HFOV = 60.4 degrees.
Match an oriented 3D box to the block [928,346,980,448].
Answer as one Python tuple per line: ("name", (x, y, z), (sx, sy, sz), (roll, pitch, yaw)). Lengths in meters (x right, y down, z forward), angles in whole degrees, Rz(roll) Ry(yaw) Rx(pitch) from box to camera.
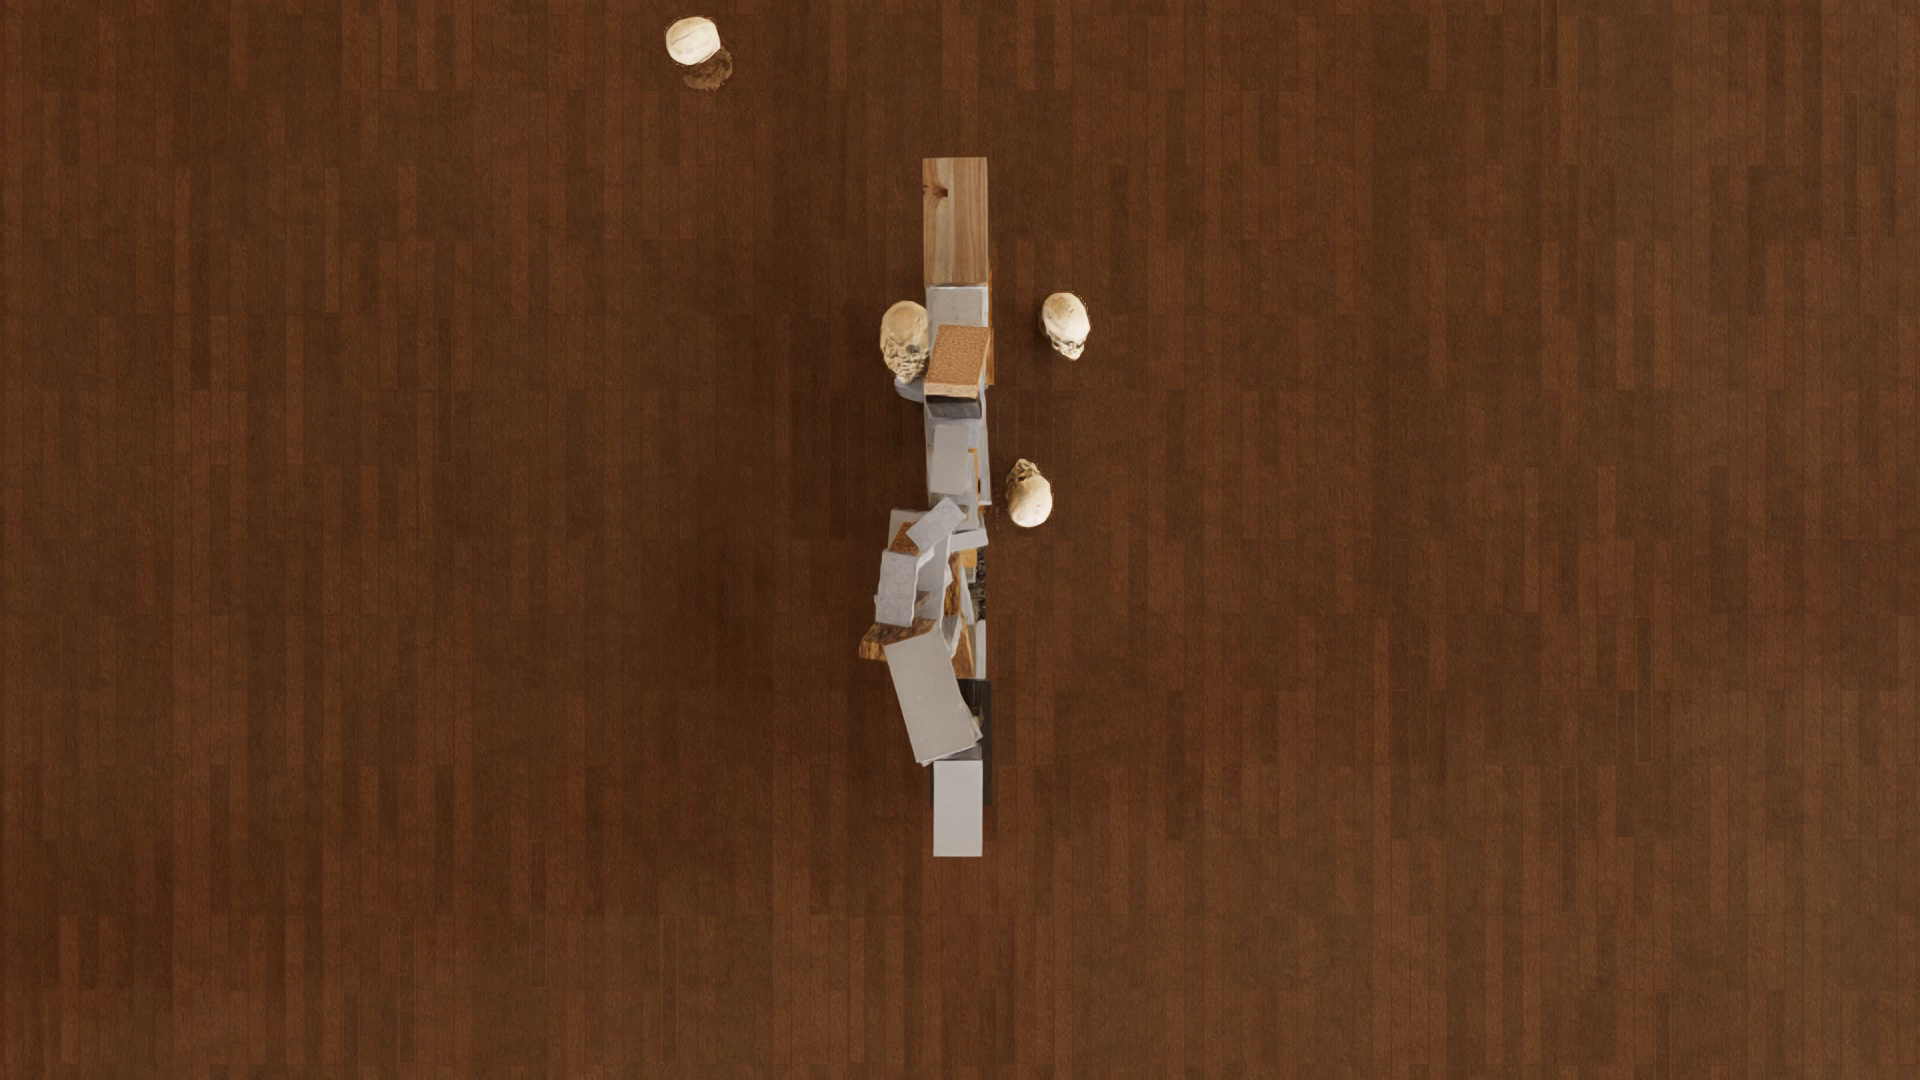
("block", (-0.014, -0.362, 4.167), (0.126, 0.036, 0.253), (1, 89, 1))

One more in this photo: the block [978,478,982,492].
("block", (0.003, -0.155, 4.625), (0.113, 0.225, 0.032), (2, 93, 2))

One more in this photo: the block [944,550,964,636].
("block", (-0.057, 0.148, 4.630), (0.119, 0.034, 0.238), (-1, 96, 10))

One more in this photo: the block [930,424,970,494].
("block", (-0.024, -0.193, 3.963), (0.081, 0.023, 0.163), (5, 84, 2))

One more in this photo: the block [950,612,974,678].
("block", (-0.034, 0.306, 4.747), (0.119, 0.034, 0.239), (-1, 133, 10))

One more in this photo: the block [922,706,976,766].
("block", (-0.035, 0.486, 4.117), (0.144, 0.365, 0.041), (-30, 91, 0))

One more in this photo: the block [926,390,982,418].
("block", (-0.012, -0.330, 3.988), (0.122, 0.318, 0.034), (2, 88, 2))

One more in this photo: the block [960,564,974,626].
("block", (-0.035, 0.159, 4.740), (0.119, 0.239, 0.034), (-1, 49, 10))

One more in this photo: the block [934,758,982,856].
("block", (-0.005, 0.705, 4.355), (0.127, 0.036, 0.254), (0, 91, 0))

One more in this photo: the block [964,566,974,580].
("block", (-0.014, 0.069, 4.806), (0.108, 0.216, 0.031), (1, 70, 0))

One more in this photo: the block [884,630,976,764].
("block", (-0.072, 0.373, 3.934), (0.144, 0.041, 0.288), (-17, 79, 3))

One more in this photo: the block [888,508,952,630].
("block", (-0.112, 0.080, 4.267), (0.155, 0.044, 0.310), (8, 102, 9))

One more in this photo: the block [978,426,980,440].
("block", (-0.014, -0.285, 4.345), (0.126, 0.322, 0.036), (2, 93, 1))

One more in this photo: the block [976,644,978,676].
("block", (-0.009, 0.364, 5.012), (0.125, 0.250, 0.035), (0, 100, 0))

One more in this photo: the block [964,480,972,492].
("block", (-0.018, -0.134, 4.117), (0.081, 0.293, 0.023), (-5, 90, 4))

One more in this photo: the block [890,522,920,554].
("block", (-0.124, -0.004, 4.159), (0.070, 0.140, 0.020), (7, 117, 9))

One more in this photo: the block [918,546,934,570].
("block", (-0.128, 0.040, 4.146), (0.090, 0.179, 0.025), (6, 103, 11))

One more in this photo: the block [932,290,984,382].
("block", (-0.006, -0.501, 4.031), (0.122, 0.034, 0.243), (0, 65, 0))

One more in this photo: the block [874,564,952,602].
("block", (-0.123, 0.129, 4.463), (0.155, 0.310, 0.044), (-12, 96, 11))

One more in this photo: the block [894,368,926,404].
("block", (-0.100, -0.456, 5.054), (0.180, 0.359, 0.051), (17, 90, 2))

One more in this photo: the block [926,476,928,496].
("block", (-0.009, -0.158, 4.982), (0.180, 0.359, 0.051), (-5, 87, 0))

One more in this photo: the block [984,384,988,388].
("block", (-0.001, -0.509, 5.025), (0.180, 0.414, 0.051), (1, 90, -1))

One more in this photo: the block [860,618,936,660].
("block", (-0.152, 0.245, 4.131), (0.144, 0.288, 0.041), (7, 102, 7))

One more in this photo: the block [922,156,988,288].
("block", (-0.010, -0.791, 4.110), (0.159, 0.045, 0.319), (-1, 84, 1))

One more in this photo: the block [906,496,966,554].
("block", (-0.059, -0.038, 4.077), (0.140, 0.020, 0.070), (-41, 88, 1))

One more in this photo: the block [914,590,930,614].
("block", (-0.141, 0.157, 4.169), (0.090, 0.179, 0.025), (7, 103, 12))

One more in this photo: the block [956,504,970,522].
("block", (-0.010, -0.068, 4.177), (0.070, 0.183, 0.020), (0, 98, 2))

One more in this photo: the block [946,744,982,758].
("block", (-0.005, 0.602, 4.498), (0.127, 0.254, 0.036), (0, 96, 0))

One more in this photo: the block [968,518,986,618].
("block", (0.003, 0.089, 5.168), (0.155, 0.044, 0.311), (0, 90, 0))

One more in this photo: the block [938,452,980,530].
("block", (-0.007, -0.126, 4.281), (0.099, 0.028, 0.199), (-4, 94, 2))

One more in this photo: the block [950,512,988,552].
("block", (-0.007, -0.020, 4.469), (0.155, 0.396, 0.044), (-11, 98, 1))

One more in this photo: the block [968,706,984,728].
("block", (-0.003, 0.492, 4.480), (0.121, 0.288, 0.034), (-9, 90, 3))

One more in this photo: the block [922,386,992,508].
("block", (-0.009, -0.276, 4.800), (0.180, 0.051, 0.359), (-3, 75, 1))

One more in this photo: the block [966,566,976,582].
("block", (-0.005, 0.024, 4.927), (0.102, 0.029, 0.203), (0, 90, 0))

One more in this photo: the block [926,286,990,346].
("block", (-0.005, -0.606, 4.269), (0.159, 0.319, 0.045), (1, 62, 2))

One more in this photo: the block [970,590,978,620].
("block", (-0.009, 0.194, 5.015), (0.125, 0.257, 0.035), (0, 100, 1))

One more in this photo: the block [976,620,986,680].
("block", (0.001, 0.408, 5.161), (0.158, 0.045, 0.317), (0, 90, 0))

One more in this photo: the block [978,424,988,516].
("block", (0.006, -0.219, 5.184), (0.147, 0.042, 0.294), (3, 89, 0))

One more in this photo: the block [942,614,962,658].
("block", (-0.066, 0.272, 4.499), (0.121, 0.242, 0.034), (-14, 107, 10))

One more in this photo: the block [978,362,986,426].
("block", (-0.003, -0.455, 4.461), (0.143, 0.040, 0.285), (2, 102, 1))

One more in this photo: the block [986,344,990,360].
("block", (0.014, -0.550, 4.615), (0.143, 0.299, 0.040), (3, 88, 1))

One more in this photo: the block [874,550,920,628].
("block", (-0.154, 0.119, 4.059), (0.090, 0.025, 0.179), (9, 102, 11))

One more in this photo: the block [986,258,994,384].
("block", (0.005, -0.633, 4.792), (0.180, 0.051, 0.360), (-2, 90, 0))

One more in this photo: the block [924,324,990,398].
("block", (-0.005, -0.423, 3.883), (0.121, 0.243, 0.034), (5, 131, 6))

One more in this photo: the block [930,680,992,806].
("block", (0.002, 0.570, 4.651), (0.175, 0.050, 0.351), (0, 90, 0))

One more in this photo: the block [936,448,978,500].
("block", (-0.008, -0.223, 4.510), (0.113, 0.032, 0.225), (-1, 76, 1))

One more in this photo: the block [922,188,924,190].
("block", (-0.008, -0.803, 4.375), (0.159, 0.486, 0.045), (0, 66, 1))

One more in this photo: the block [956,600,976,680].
("block", (-0.016, 0.303, 4.867), (0.125, 0.035, 0.250), (0, 90, 1))

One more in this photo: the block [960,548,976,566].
("block", (-0.004, -0.034, 4.684), (0.108, 0.031, 0.216), (2, 90, 0))

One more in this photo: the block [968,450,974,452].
("block", (-0.010, -0.211, 4.390), (0.099, 0.199, 0.028), (-2, 102, 1))

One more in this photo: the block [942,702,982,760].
("block", (-0.051, 0.438, 4.325), (0.121, 0.034, 0.242), (-29, 84, 0))
